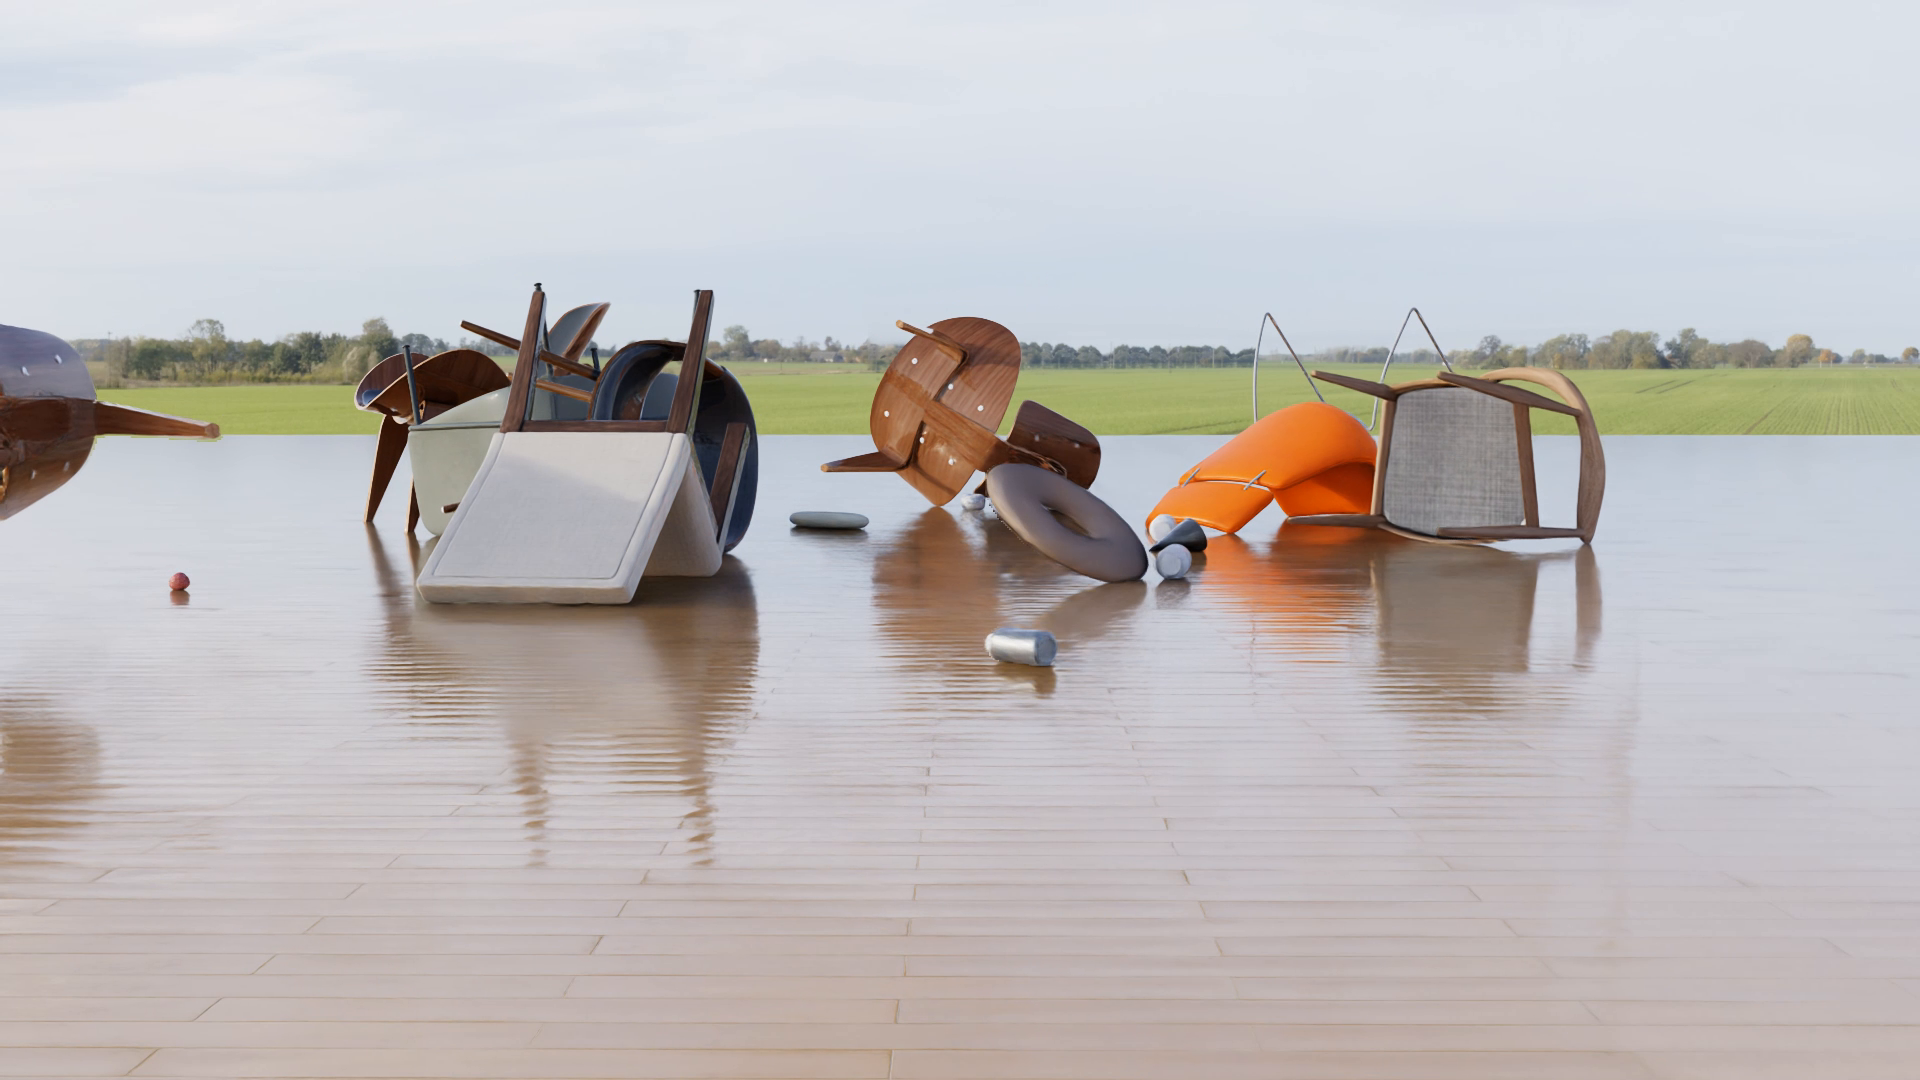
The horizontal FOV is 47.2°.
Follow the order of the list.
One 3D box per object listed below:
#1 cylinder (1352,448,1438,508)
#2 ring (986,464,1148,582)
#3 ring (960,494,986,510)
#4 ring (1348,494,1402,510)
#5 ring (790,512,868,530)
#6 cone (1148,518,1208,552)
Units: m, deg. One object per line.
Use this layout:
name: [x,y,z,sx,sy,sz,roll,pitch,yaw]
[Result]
cylinder: [1.655,-0.237,8.377,0.282,0.252,0.180,2,48,24]
ring: [0.256,-0.042,5.219,0.436,0.066,0.466,46,25,28]
ring: [0.049,-0.142,8.202,0.095,0.056,0.125,-2,5,1]
ring: [1.541,-0.139,8.166,0.217,0.056,0.125,4,5,43]
ring: [-0.427,-0.065,7.151,0.168,0.048,0.387,-2,4,-38]
cone: [0.587,0.007,6.106,0.144,0.096,0.206,-19,9,-9]
